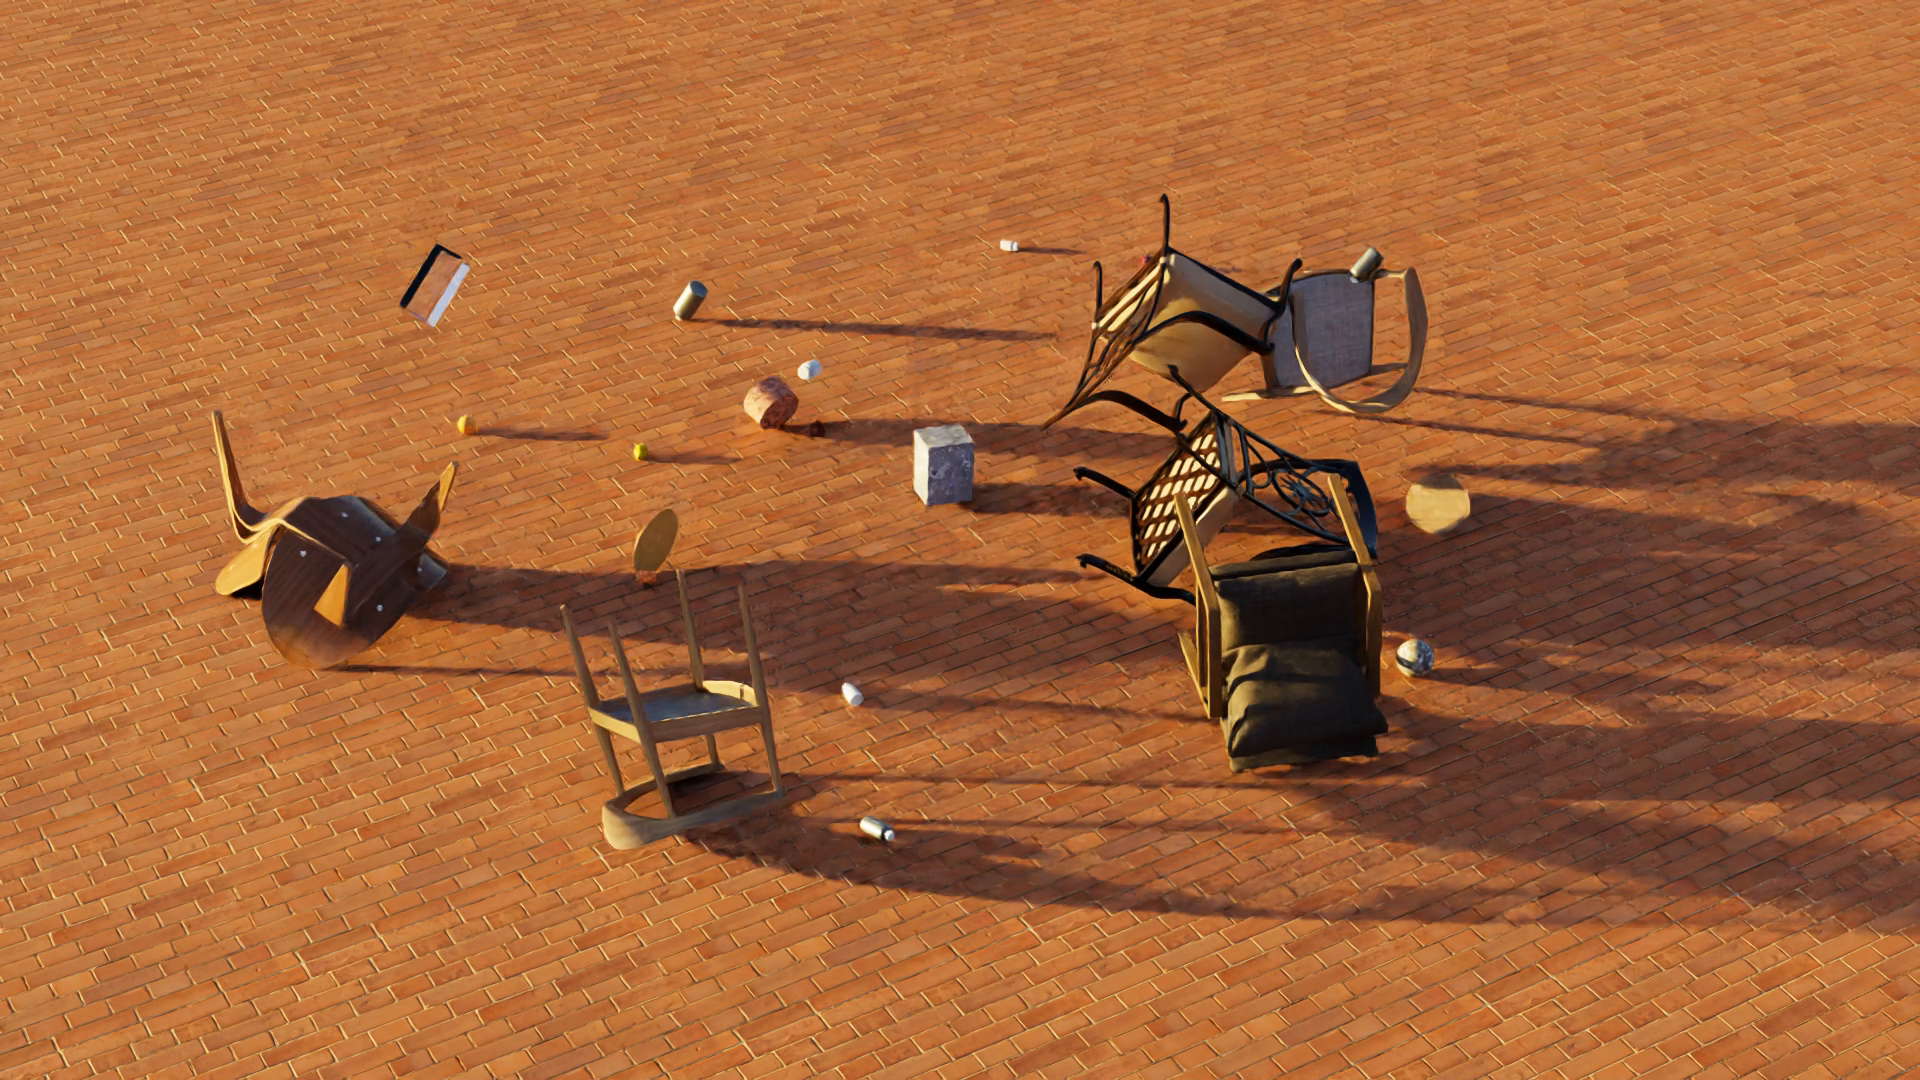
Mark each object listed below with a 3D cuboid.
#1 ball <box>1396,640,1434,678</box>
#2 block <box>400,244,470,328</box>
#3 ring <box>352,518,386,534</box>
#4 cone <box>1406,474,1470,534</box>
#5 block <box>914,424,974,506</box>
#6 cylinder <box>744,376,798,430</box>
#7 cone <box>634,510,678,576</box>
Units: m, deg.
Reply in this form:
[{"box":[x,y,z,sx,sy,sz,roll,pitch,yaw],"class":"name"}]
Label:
[{"box":[1.583,0.412,10.197,0.134,0.134,0.134,0,33,0],"class":"ball"},{"box":[-2.032,-0.985,11.348,0.120,0.125,0.277,28,81,12],"class":"block"},{"box":[-2.217,-0.054,11.001,0.122,0.029,0.089,0,34,-1],"class":"ring"},{"box":[1.823,-0.162,11.092,0.240,0.228,0.299,30,17,7],"class":"cone"},{"box":[-0.063,-0.286,11.133,0.183,0.247,0.163,-8,30,-18],"class":"block"},{"box":[-0.744,-0.538,11.551,0.105,0.184,0.235,46,9,19],"class":"cylinder"},{"box":[-1.157,-0.001,10.790,0.126,0.151,0.273,15,73,46],"class":"cone"}]
